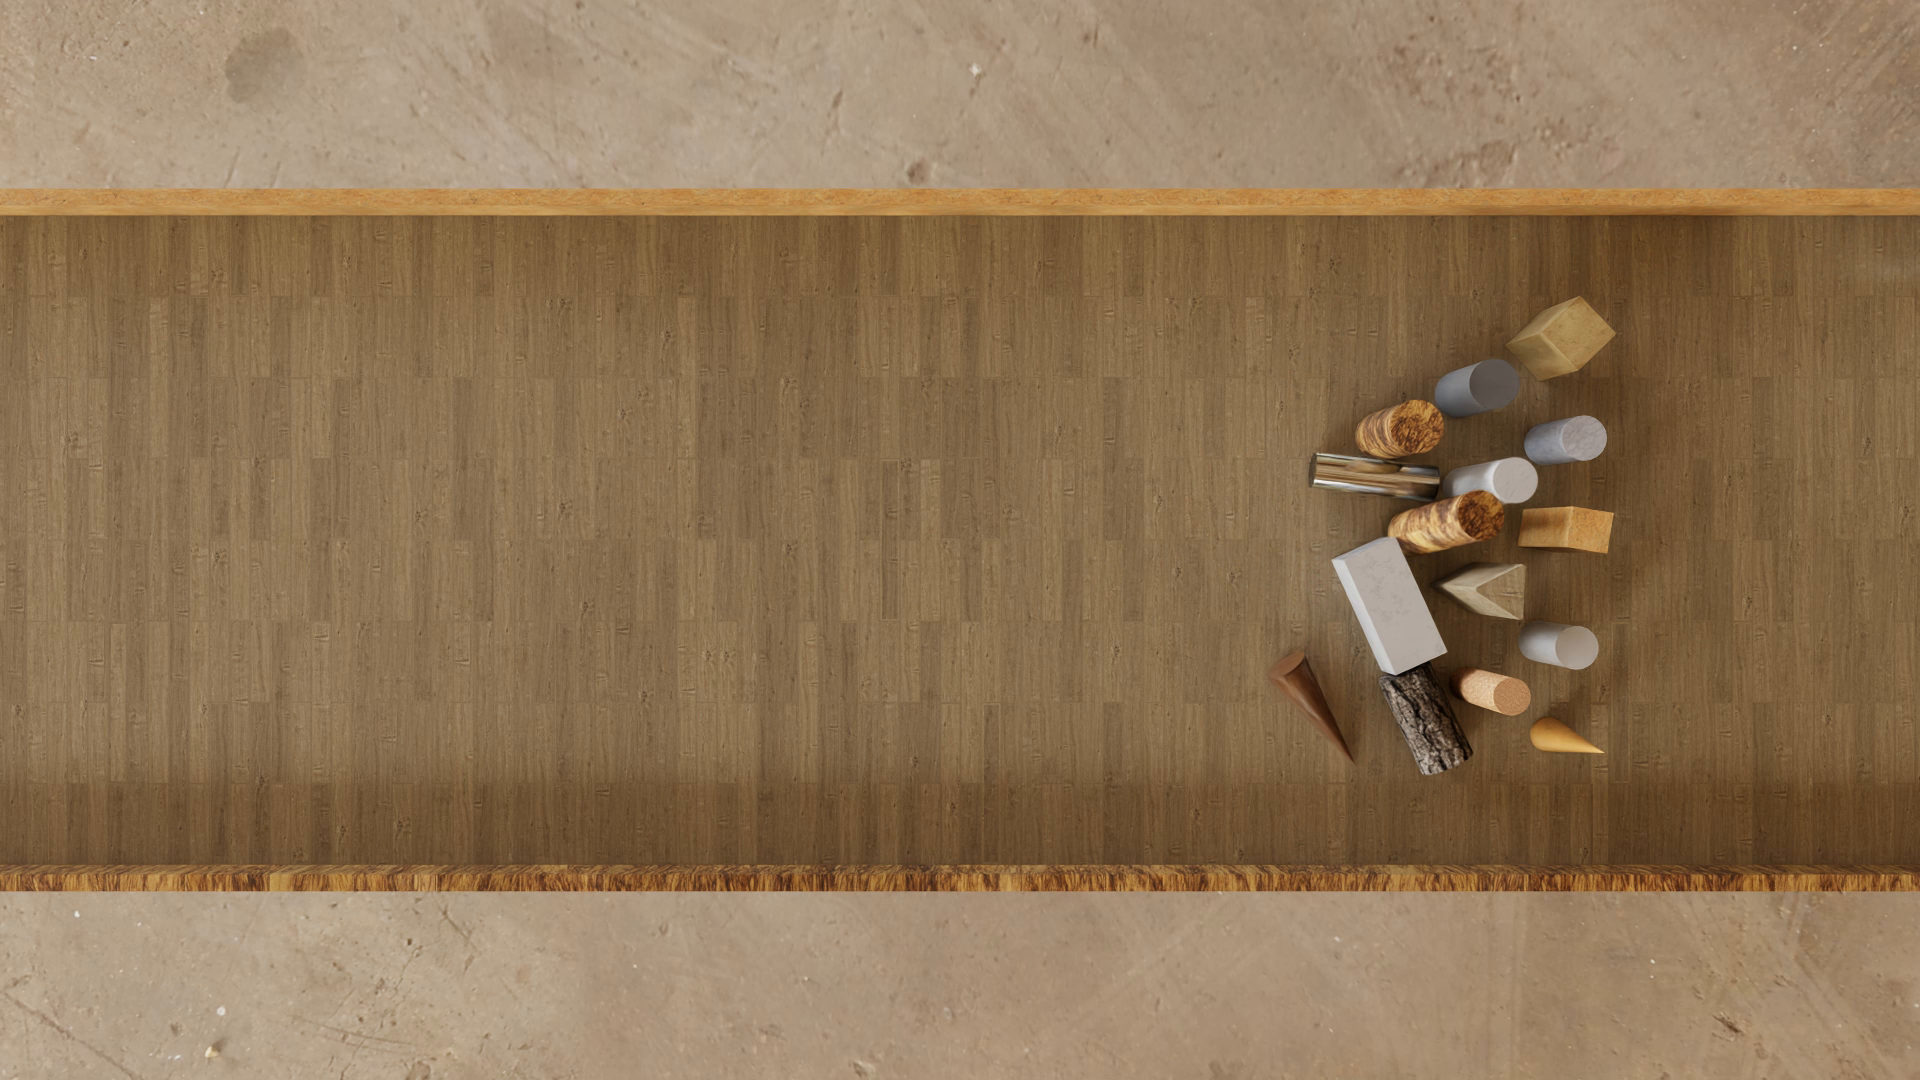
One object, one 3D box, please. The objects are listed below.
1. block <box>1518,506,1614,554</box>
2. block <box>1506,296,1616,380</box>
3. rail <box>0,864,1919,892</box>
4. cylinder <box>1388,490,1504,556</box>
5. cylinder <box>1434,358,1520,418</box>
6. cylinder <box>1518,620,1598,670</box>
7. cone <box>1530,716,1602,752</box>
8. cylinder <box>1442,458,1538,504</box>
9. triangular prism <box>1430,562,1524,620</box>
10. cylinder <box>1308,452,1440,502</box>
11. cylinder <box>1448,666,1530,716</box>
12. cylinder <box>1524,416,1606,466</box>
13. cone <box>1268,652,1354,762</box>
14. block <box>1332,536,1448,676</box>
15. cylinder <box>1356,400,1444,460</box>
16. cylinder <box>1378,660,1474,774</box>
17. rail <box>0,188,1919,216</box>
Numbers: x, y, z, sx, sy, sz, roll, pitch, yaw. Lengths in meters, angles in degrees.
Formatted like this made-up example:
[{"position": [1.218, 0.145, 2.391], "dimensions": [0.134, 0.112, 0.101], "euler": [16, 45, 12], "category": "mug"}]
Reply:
[{"position": [1.782, -0.028, 4.870], "dimensions": [0.116, 0.412, 0.116], "euler": [9, 90, 0], "category": "block"}, {"position": [1.786, -0.597, 4.916], "dimensions": [0.152, 0.322, 0.152], "euler": [-44, 90, 0], "category": "block"}, {"position": [-2.247, 1.025, 5.001], "dimensions": [12.000, 0.150, 0.050], "euler": [0, 90, 0], "category": "rail"}, {"position": [1.423, -0.045, 4.851], "dimensions": [0.144, 0.429, 0.144], "euler": [1, 83, -12], "category": "cylinder"}, {"position": [1.534, -0.448, 4.904], "dimensions": [0.145, 0.345, 0.145], "euler": [0, 90, 0], "category": "cylinder"}, {"position": [1.781, 0.311, 4.919], "dimensions": [0.126, 0.315, 0.126], "euler": [0, 90, 0], "category": "cylinder"}, {"position": [1.810, 0.598, 4.852], "dimensions": [0.109, 0.448, 0.109], "euler": [0, 90, 0], "category": "cone"}, {"position": [1.554, -0.164, 4.854], "dimensions": [0.129, 0.441, 0.129], "euler": [0, 89, -2], "category": "cylinder"}, {"position": [1.546, 0.125, 4.849], "dimensions": [0.153, 0.455, 0.133], "euler": [33, 90, 0], "category": "triangular prism"}, {"position": [1.259, -0.192, 5.021], "dimensions": [0.372, 0.110, 0.110], "euler": [7, 90, 0], "category": "cylinder"}, {"position": [1.558, 0.442, 4.866], "dimensions": [0.106, 0.422, 0.106], "euler": [0, 90, 0], "category": "cylinder"}, {"position": [1.801, -0.294, 4.917], "dimensions": [0.130, 0.318, 0.130], "euler": [0, 90, 0], "category": "cylinder"}, {"position": [1.106, 0.539, 5.044], "dimensions": [0.130, 0.130, 0.395], "euler": [-36, 99, 0], "category": "cone"}, {"position": [1.297, 0.197, 4.992], "dimensions": [0.169, 0.169, 0.376], "euler": [-24, 90, 0], "category": "block"}, {"position": [1.293, -0.320, 4.871], "dimensions": [0.152, 0.410, 0.152], "euler": [0, 90, 0], "category": "cylinder"}, {"position": [1.409, 0.535, 4.994], "dimensions": [0.165, 0.165, 0.309], "euler": [-26, 90, 0], "category": "cylinder"}, {"position": [-2.247, -1.025, 5.002], "dimensions": [12.000, 0.150, 0.050], "euler": [0, 90, 0], "category": "rail"}]
